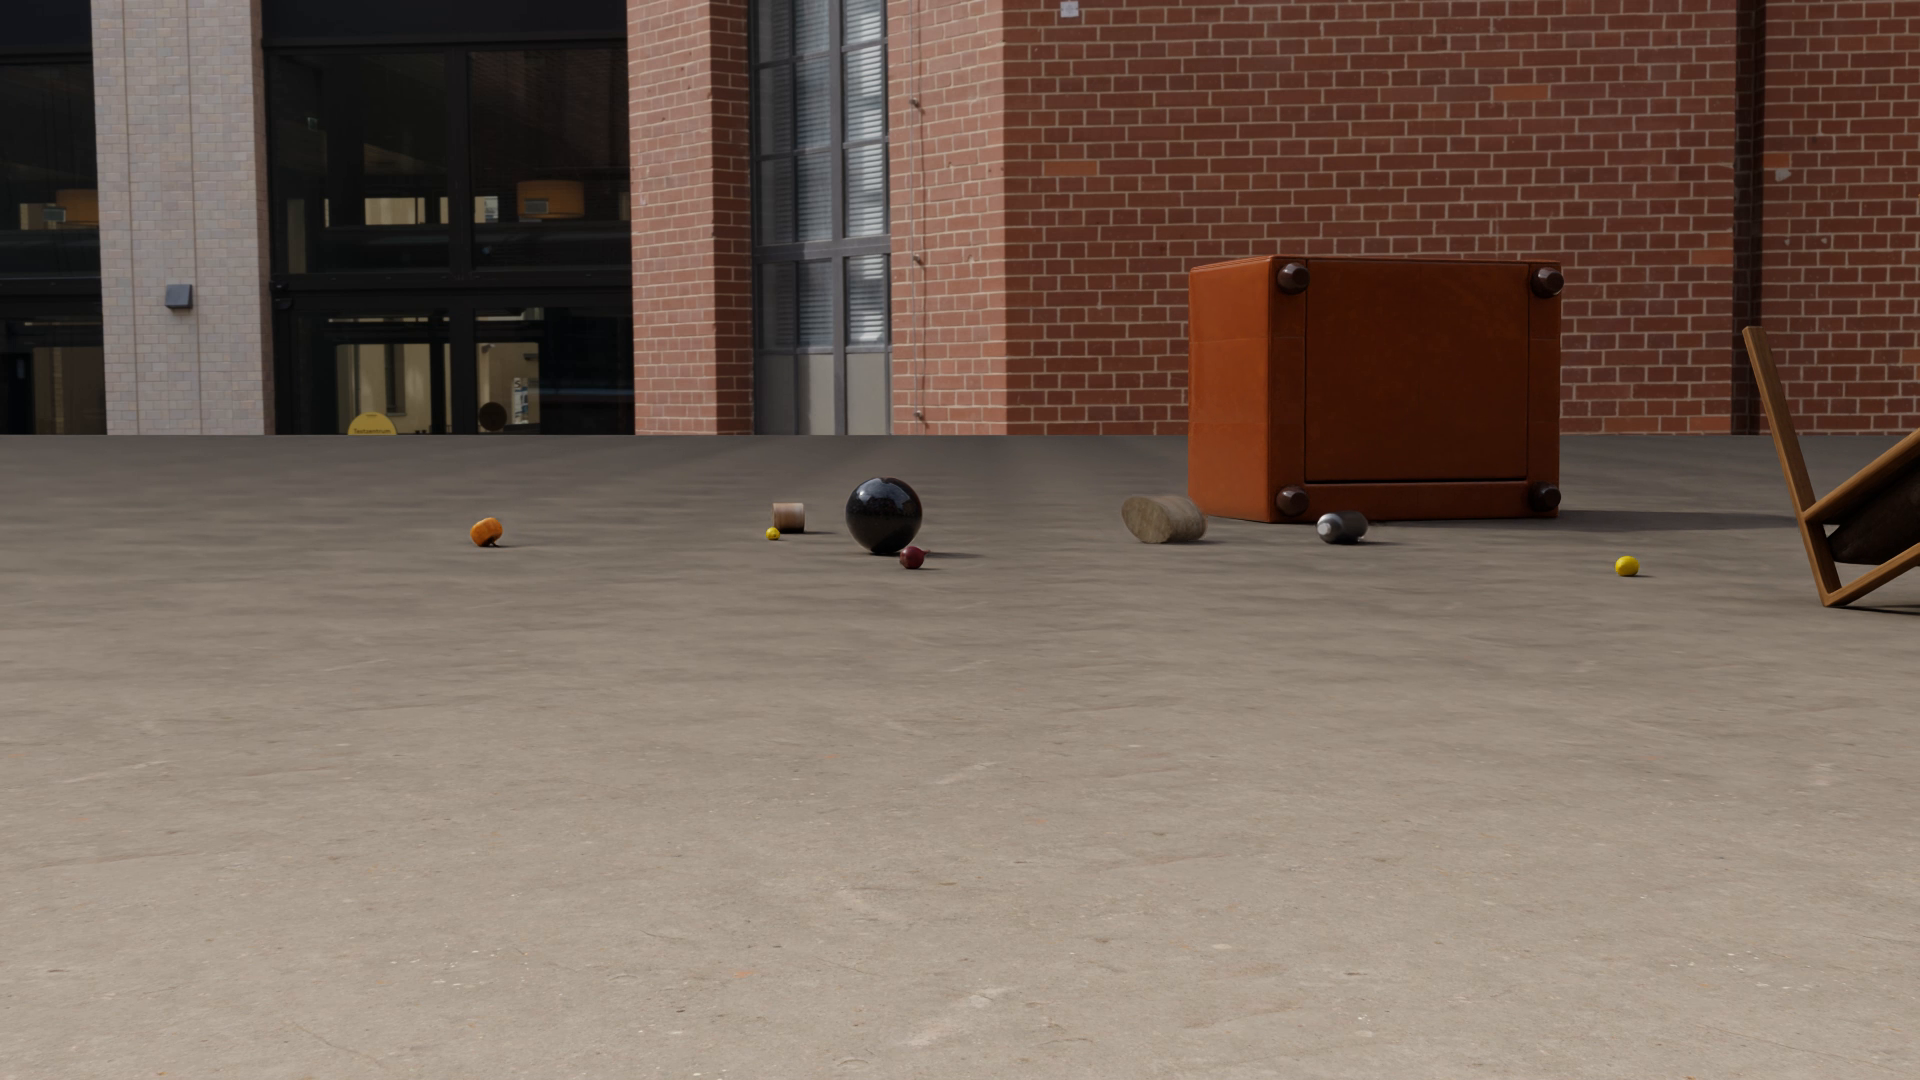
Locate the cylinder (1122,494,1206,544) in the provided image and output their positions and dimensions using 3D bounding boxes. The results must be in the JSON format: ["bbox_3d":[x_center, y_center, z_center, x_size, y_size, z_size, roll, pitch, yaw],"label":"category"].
[{"bbox_3d":[0.600,-0.063,6.468,0.186,0.122,0.180,33,23,33],"label":"cylinder"}]

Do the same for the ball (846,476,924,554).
[{"bbox_3d":[-0.207,-0.068,5.994,0.212,0.212,0.212,0,4,0],"label":"ball"}]

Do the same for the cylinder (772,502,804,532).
[{"bbox_3d":[-0.539,-0.069,6.884,0.094,0.092,0.147,-1,0,-9],"label":"cylinder"}]
